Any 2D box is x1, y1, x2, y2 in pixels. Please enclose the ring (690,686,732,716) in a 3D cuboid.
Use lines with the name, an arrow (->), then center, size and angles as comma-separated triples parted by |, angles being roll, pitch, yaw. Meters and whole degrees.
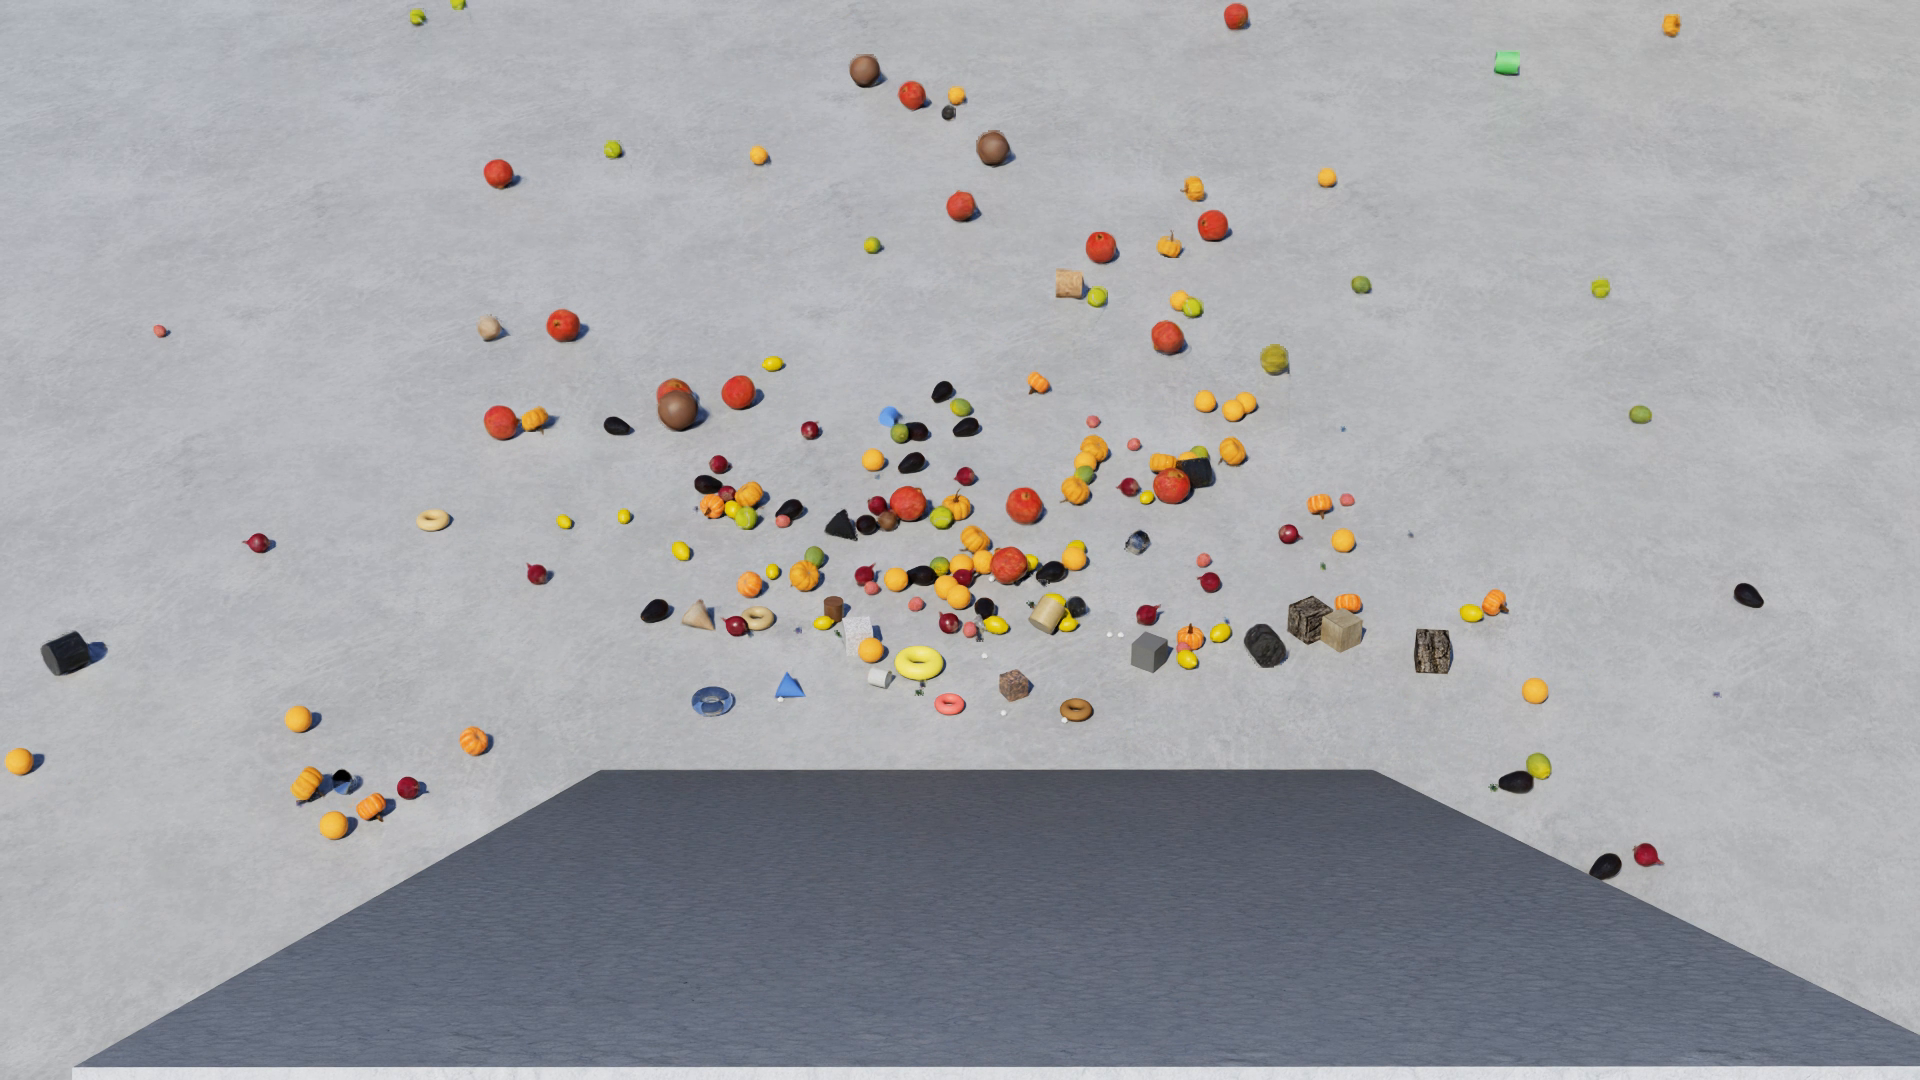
ring -> -0.679, 0.440, 7.084 | 0.114, 0.038, 0.114 | -1, 32, 1

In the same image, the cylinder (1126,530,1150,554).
cylinder -> 0.532, 0.007, 7.769 | 0.054, 0.054, 0.054 | 16, 35, 24

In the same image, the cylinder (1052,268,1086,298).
cylinder -> 0.389, -0.911, 9.216 | 0.094, 0.094, 0.094 | -9, 27, 23

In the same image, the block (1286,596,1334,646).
block -> 0.997, 0.228, 7.378 | 0.089, 0.089, 0.089 | -20, 37, -29

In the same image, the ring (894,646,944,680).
ring -> -0.114, 0.343, 7.235 | 0.137, 0.046, 0.137 | 1, 31, -1

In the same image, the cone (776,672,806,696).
cone -> -0.458, 0.414, 7.129 | 0.078, 0.078, 0.078 | 27, 32, -8

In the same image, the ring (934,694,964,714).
ring -> -0.029, 0.448, 7.081 | 0.083, 0.028, 0.083 | 1, 32, -1

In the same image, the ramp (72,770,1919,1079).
ramp -> 0.071, 0.623, 4.709 | 2.000, 0.100, 4.000 | 0, -1, 0

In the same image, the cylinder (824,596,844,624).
cylinder -> -0.363, 0.200, 7.453 | 0.057, 0.057, 0.057 | 0, 32, 0

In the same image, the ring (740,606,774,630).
ring -> -0.582, 0.225, 7.438 | 0.099, 0.033, 0.099 | 0, 33, 0

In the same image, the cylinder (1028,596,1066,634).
cylinder -> 0.248, 0.213, 7.383 | 0.079, 0.079, 0.079 | 23, 73, 32

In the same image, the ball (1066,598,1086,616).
ball -> 0.335, 0.192, 7.467 | 0.056, 0.056, 0.056 | 0, 32, 0

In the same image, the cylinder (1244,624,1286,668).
cylinder -> 0.856, 0.297, 7.266 | 0.090, 0.090, 0.090 | -9, 33, -15

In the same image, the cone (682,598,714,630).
cone -> -0.734, 0.232, 7.418 | 0.092, 0.092, 0.092 | 39, 42, 9

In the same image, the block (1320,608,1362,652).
block -> 1.081, 0.256, 7.342 | 0.081, 0.081, 0.081 | -21, 37, -30

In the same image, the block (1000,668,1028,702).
block -> 0.148, 0.400, 7.129 | 0.058, 0.058, 0.058 | -17, 35, -25

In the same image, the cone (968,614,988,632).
cone -> 0.062, 0.246, 7.412 | 0.053, 0.053, 0.053 | 38, 41, 8

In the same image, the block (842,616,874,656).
block -> -0.289, 0.271, 7.321 | 0.077, 0.077, 0.077 | -5, 32, -9

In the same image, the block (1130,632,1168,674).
block -> 0.530, 0.315, 7.253 | 0.073, 0.073, 0.073 | 20, 37, 29

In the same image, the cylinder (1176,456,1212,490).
cylinder -> 0.729, -0.209, 8.086 | 0.090, 0.090, 0.090 | -9, 33, -12

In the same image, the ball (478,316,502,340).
ball -> -1.623, -0.730, 8.936 | 0.081, 0.081, 0.081 | 0, 32, 0

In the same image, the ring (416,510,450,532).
ring -> -1.607, -0.061, 7.900 | 0.101, 0.034, 0.101 | -1, 31, 1

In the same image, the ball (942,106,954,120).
ball -> -0.050, -1.747, 10.607 | 0.055, 0.055, 0.055 | 0, 32, 0

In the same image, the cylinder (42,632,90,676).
cylinder -> -2.495, 0.317, 7.230 | 0.094, 0.094, 0.094 | -28, 41, -37

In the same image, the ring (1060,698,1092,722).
ring -> 0.316, 0.462, 7.056 | 0.089, 0.030, 0.089 | -1, 30, 0

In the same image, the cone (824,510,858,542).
cone -> -0.343, -0.027, 7.836 | 0.094, 0.094, 0.094 | 42, 45, 12

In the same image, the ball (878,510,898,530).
ball -> -0.220, -0.059, 7.872 | 0.058, 0.058, 0.058 | 0, 32, 0

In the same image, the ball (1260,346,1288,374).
ball -> 1.058, -0.605, 8.721 | 0.094, 0.094, 0.094 | 0, 32, 0

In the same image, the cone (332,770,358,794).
cone -> -1.597, 0.630, 6.785 | 0.066, 0.066, 0.066 | 15, 8, 22

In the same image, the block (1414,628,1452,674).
block -> 1.320, 0.311, 7.244 | 0.089, 0.089, 0.089 | 2, 32, 4
